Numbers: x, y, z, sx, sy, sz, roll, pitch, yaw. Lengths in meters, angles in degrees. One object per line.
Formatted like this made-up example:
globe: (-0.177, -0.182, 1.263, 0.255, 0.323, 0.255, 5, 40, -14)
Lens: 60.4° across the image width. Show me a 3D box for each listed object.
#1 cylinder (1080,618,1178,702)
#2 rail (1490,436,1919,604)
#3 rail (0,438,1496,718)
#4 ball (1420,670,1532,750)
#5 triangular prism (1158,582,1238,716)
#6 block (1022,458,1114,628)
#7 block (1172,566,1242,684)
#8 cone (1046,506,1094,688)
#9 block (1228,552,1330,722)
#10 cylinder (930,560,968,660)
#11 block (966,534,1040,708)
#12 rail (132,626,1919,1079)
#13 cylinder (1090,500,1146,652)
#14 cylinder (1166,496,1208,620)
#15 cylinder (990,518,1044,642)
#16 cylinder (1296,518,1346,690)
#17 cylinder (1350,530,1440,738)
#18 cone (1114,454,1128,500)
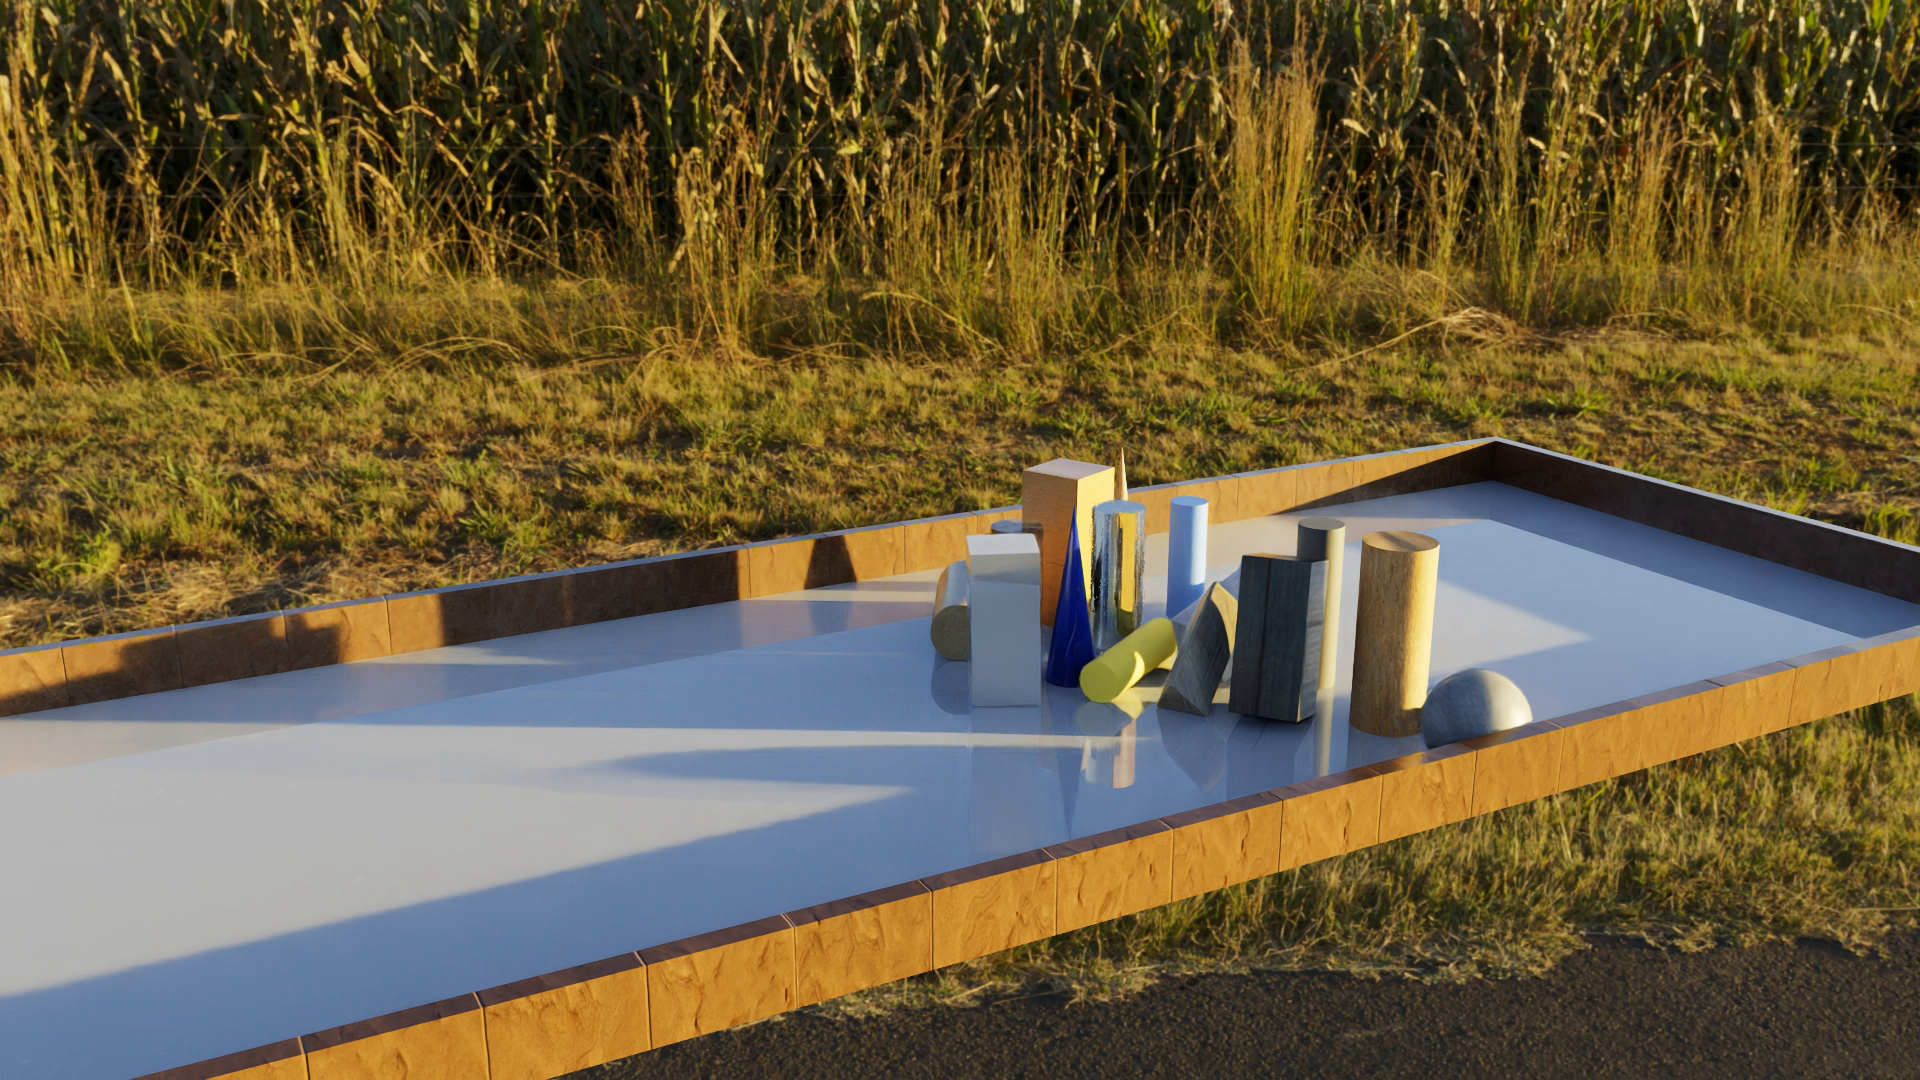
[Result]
cylinder: (0.432, 0.299, 4.151, 0.106, 0.106, 0.380, 9, 19, 29)
rail: (2.466, -0.048, 5.253, 0.050, 0.150, 2.100, -9, 18, -27)
rail: (-3.305, 0.497, 3.399, 12.000, 0.150, 0.050, -9, 18, -27)
ball: (1.123, 0.398, 3.588, 0.233, 0.233, 0.233, 0, 16, 0)
triangular prism: (0.576, 0.256, 3.983, 0.128, 0.111, 0.313, 10, 56, 29)
block: (0.296, 0.011, 4.557, 0.180, 0.429, 0.180, 12, 20, 36)
block: (0.715, 0.201, 4.218, 0.315, 0.146, 0.146, -34, 34, -26)
cone: (0.281, 0.130, 4.103, 0.132, 0.457, 0.132, 0, 16, 0)
block: (0.751, 0.224, 3.880, 0.164, 0.369, 0.164, 6, 4, 26)
cylinder: (0.006, 0.186, 4.453, 0.152, 0.152, 0.394, 1, 16, 2)
block: (0.105, 0.194, 4.008, 0.166, 0.385, 0.166, -2, 16, -3)
rail: (-2.336, 1.006, 1.665, 12.000, 0.150, 0.050, -9, 18, -27)
cylinder: (0.413, 0.098, 4.342, 0.139, 0.383, 0.139, 0, 16, 0)
cylinder: (0.630, 0.053, 4.580, 0.103, 0.335, 0.103, 0, 16, 0)
cylinder: (0.150, 0.117, 4.389, 0.139, 0.321, 0.139, 0, 16, 0)
cylinder: (0.884, 0.157, 4.089, 0.113, 0.412, 0.113, 0, 16, 0)
cylinder: (1.005, 0.217, 3.825, 0.171, 0.447, 0.171, 0, 16, 0)
cone: (0.467, -0.064, 4.808, 0.117, 0.431, 0.117, 0, 16, 0)
